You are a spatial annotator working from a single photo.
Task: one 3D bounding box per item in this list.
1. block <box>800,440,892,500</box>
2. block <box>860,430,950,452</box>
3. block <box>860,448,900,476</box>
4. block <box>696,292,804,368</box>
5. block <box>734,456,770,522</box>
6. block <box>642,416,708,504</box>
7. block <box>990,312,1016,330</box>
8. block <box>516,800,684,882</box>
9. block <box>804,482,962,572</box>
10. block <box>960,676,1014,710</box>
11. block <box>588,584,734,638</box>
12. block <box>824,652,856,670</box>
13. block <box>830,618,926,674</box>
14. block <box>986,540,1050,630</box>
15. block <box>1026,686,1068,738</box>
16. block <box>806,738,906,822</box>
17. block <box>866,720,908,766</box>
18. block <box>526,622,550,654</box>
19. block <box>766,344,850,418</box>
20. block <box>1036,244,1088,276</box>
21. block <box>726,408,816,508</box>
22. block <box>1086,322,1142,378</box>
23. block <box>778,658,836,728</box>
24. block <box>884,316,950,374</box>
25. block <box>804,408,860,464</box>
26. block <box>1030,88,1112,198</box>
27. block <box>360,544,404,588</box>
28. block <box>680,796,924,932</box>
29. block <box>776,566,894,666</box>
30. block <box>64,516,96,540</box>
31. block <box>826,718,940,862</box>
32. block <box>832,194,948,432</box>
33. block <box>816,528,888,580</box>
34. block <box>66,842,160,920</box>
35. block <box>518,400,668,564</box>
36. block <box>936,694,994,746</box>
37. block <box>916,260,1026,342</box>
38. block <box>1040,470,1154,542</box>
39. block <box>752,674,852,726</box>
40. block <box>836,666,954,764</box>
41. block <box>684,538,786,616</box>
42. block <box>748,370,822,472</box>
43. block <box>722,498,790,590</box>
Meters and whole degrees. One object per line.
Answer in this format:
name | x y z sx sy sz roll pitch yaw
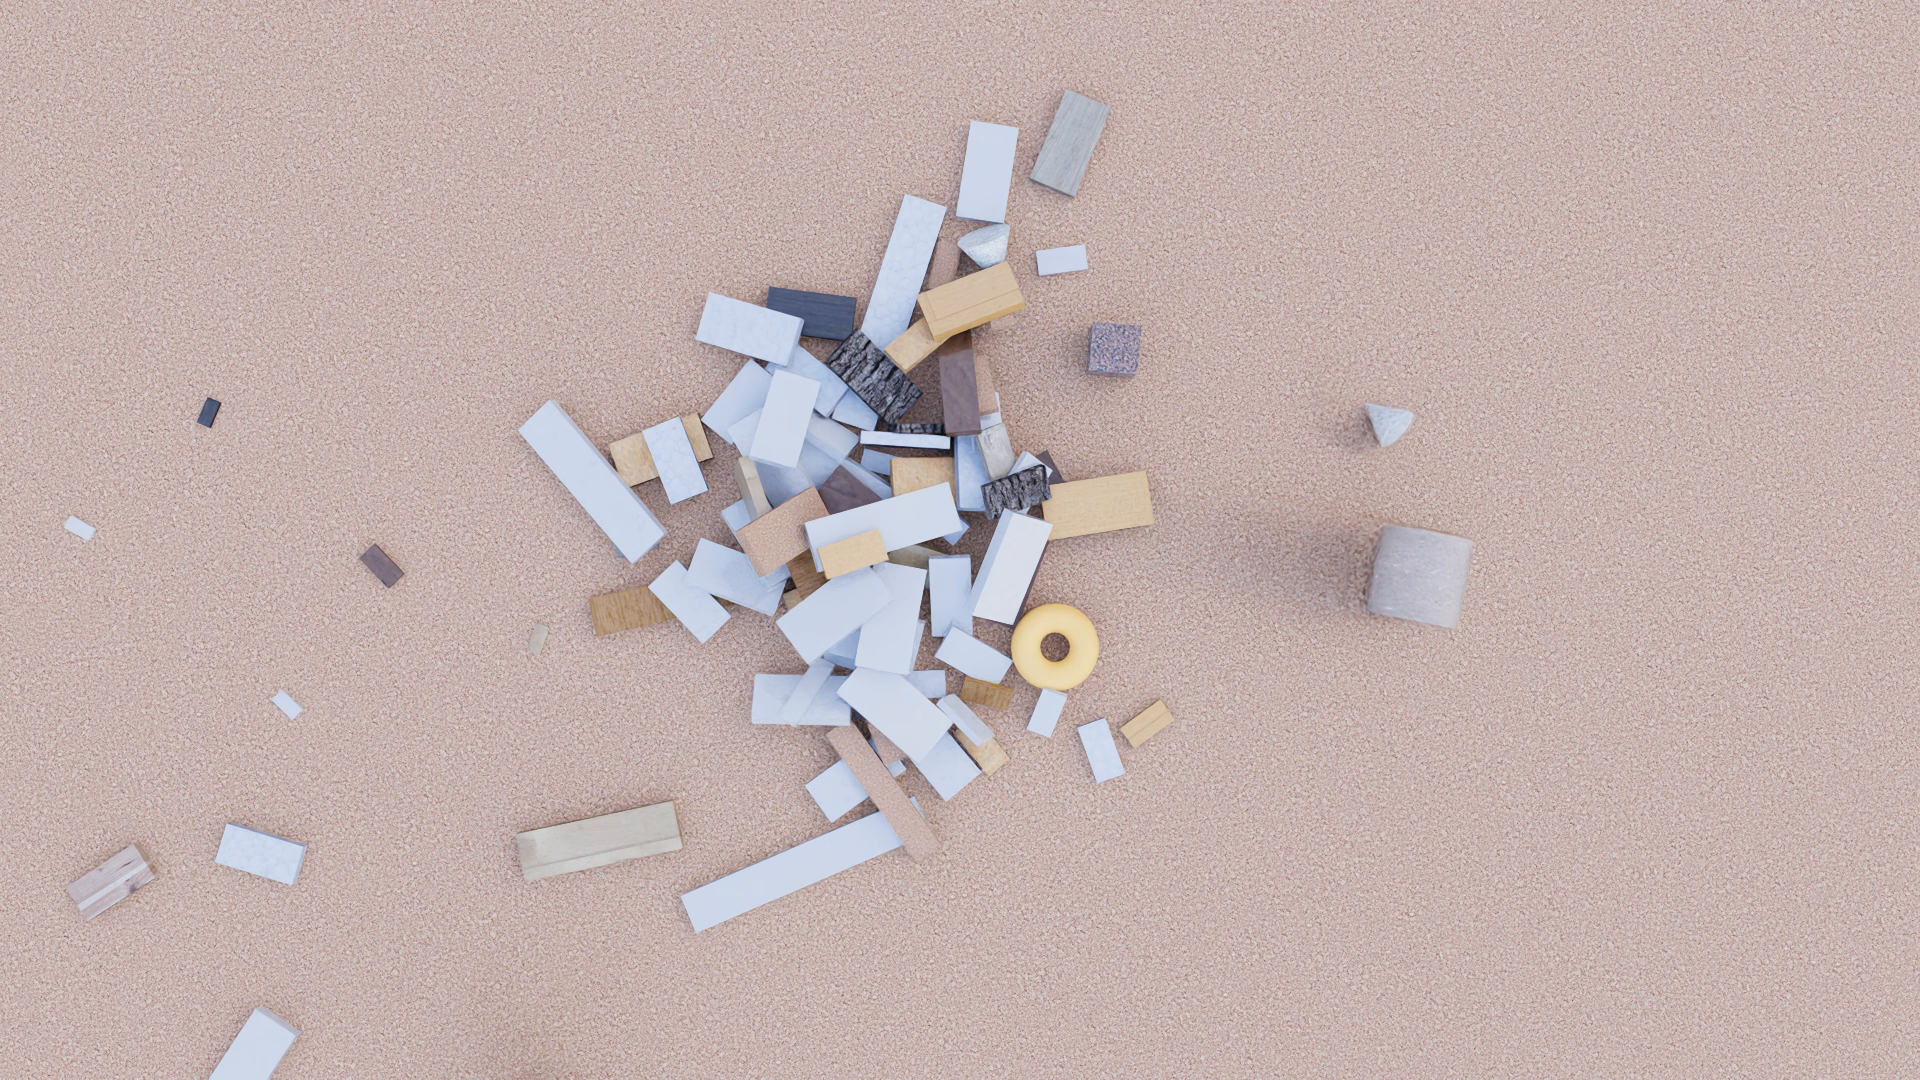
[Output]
block | -0.415 -0.208 5.457 0.420 0.044 0.156 32 106 0
block | -0.177 -0.326 5.428 0.290 0.145 0.041 4 90 0
block | -0.260 -0.255 5.490 0.135 0.019 0.068 14 90 0
block | -0.694 -0.693 5.444 0.328 0.046 0.164 17 92 11
block | -0.659 -0.109 5.363 0.043 0.153 0.307 -17 80 -17
block | -0.937 -0.261 5.437 0.130 0.037 0.260 -21 90 0
block | 0.130 -0.771 5.422 0.081 0.023 0.163 -8 71 -4
block | -1.195 0.997 5.477 0.531 0.045 0.160 -12 90 0
block | -0.248 -0.043 5.317 0.487 0.046 0.164 -16 91 -13
block | 0.088 0.509 5.466 0.165 0.023 0.082 15 127 0
block | -0.993 0.205 5.482 0.463 0.037 0.130 -13 90 0
block | -0.395 0.390 5.492 0.112 0.016 0.056 17 90 0
block | -0.326 0.306 5.442 0.392 0.049 0.174 14 101 0
block | 0.188 0.126 5.483 0.117 0.033 0.328 21 90 0
block | 0.288 0.568 5.454 0.082 0.023 0.165 20 116 0
block | -0.345 0.786 5.478 0.304 0.043 0.152 -36 90 0
block | -0.238 0.614 5.440 0.117 0.033 0.233 -22 89 0
block | -1.404 0.328 5.493 0.048 0.014 0.095 19 90 0
block | -0.502 -0.537 5.459 0.263 0.037 0.131 39 93 9
block | 0.339 -0.930 5.488 0.163 0.023 0.081 -8 90 0
block | -0.621 -0.271 5.429 0.149 0.042 0.311 -29 97 15
block | 0.503 -0.622 5.422 0.156 0.156 0.156 5 90 0
block | -0.504 0.498 5.417 0.070 0.020 0.254 24 59 14
block | -0.062 -0.713 5.426 0.409 0.029 0.103 -41 76 -13
block | -0.467 -0.366 5.433 0.263 0.131 0.037 33 126 1
block | 0.366 -1.315 5.477 0.160 0.045 0.320 22 90 0
block | -1.924 0.086 5.490 0.070 0.020 0.139 -44 90 0
block | -0.513 1.076 5.481 0.842 0.038 0.133 -23 90 0
block | -0.401 0.229 5.322 0.348 0.049 0.174 -37 81 -4
block | -2.930 -0.040 5.493 0.092 0.013 0.046 29 90 0
block | -0.253 0.822 5.443 0.098 0.028 0.517 -36 90 0
block | -0.234 -0.752 5.479 0.145 0.041 0.783 18 90 0
block | -0.342 0.045 5.252 0.207 0.029 0.104 -18 92 -13
block | -2.814 1.134 5.481 0.266 0.038 0.133 -33 90 0
block | -1.212 -0.193 5.450 0.152 0.043 0.585 -41 88 12
block | 0.018 0.590 5.425 0.196 0.098 0.028 44 112 15
block | 0.035 -0.780 5.394 0.320 0.045 0.160 -21 71 -2
block | 0.449 -0.113 5.457 0.358 0.051 0.179 -9 87 -4
block | -0.519 0.527 5.437 0.320 0.045 0.160 1 56 0
block | -0.215 0.547 5.397 0.358 0.051 0.179 41 81 -3
block | -0.735 0.123 5.435 0.312 0.044 0.156 21 72 -7
block | -0.566 -0.387 5.344 0.153 0.043 0.307 16 74 -4
block | -0.644 -0.003 5.443 0.149 0.042 0.299 -32 85 -19
